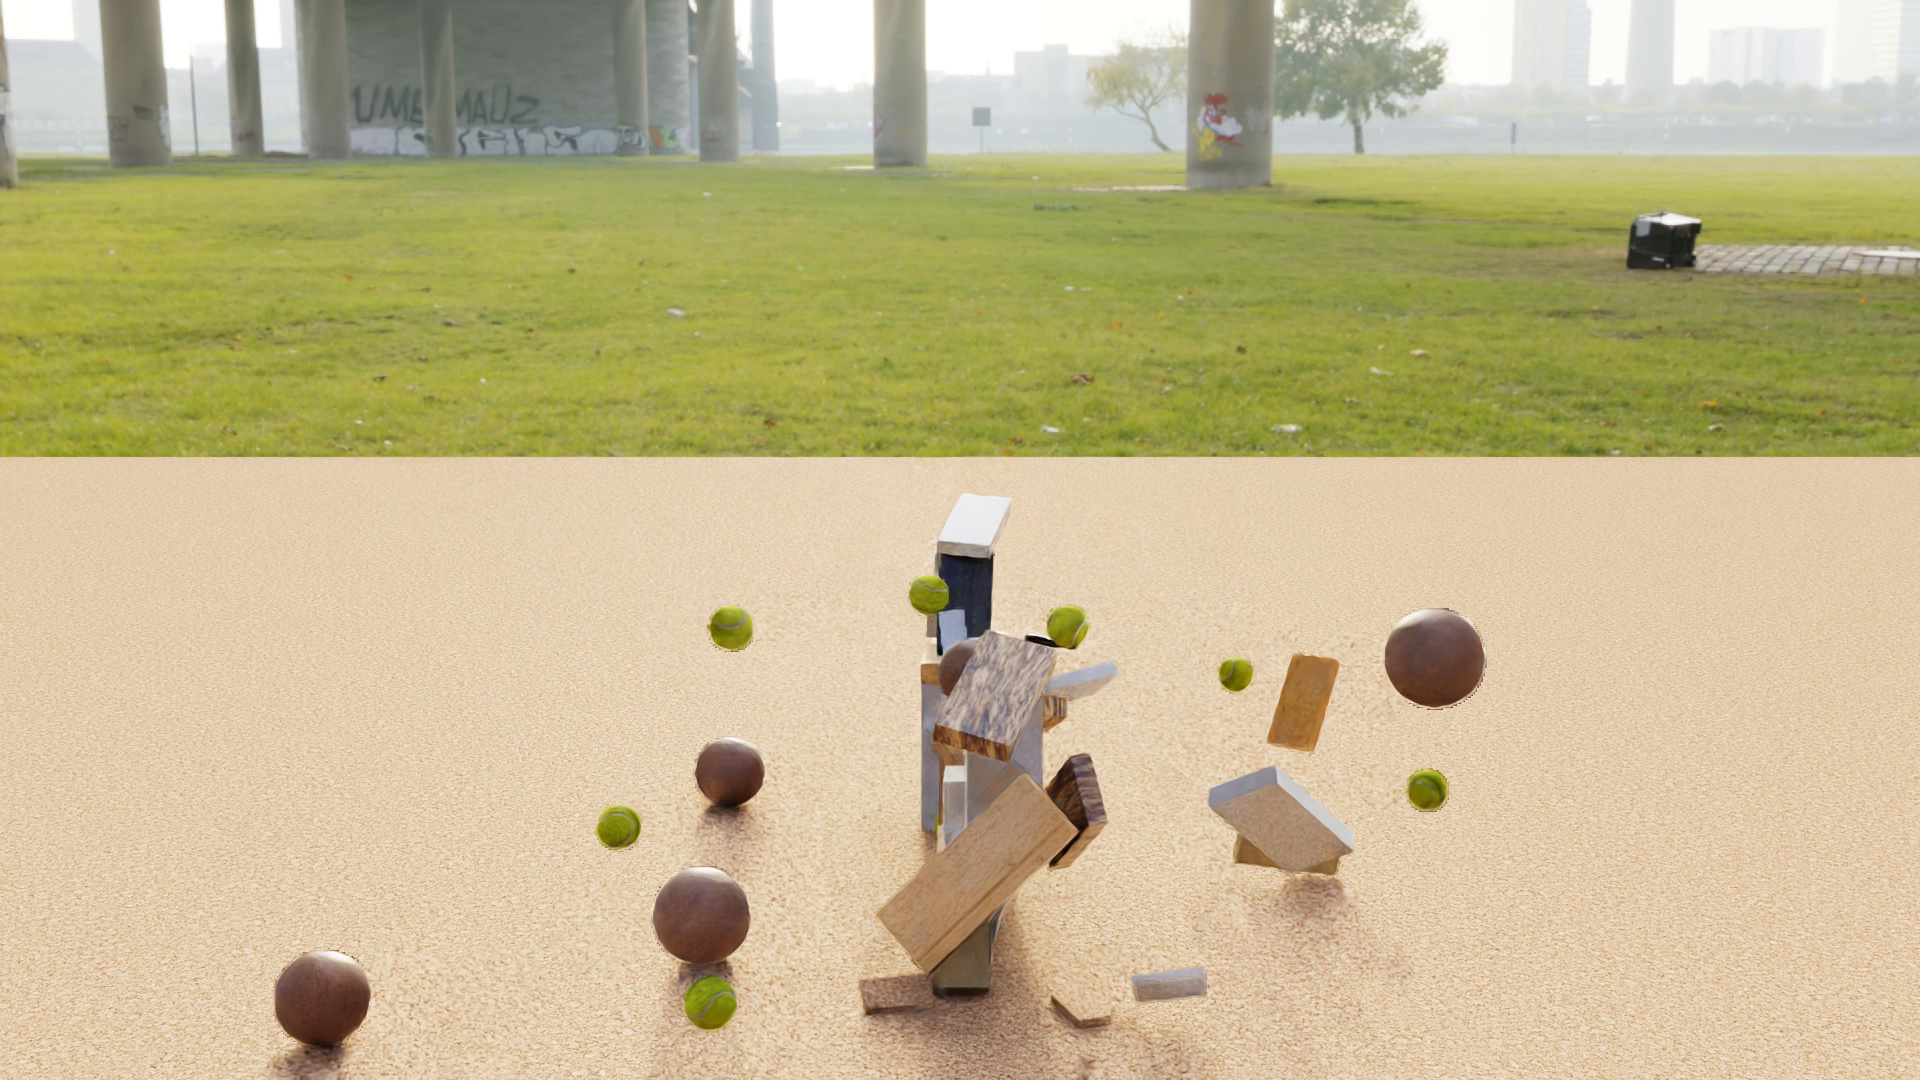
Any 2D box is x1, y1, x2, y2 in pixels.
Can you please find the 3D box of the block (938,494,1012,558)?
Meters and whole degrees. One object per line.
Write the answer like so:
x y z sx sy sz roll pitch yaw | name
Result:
0.029 -0.027 4.101 0.097 0.028 0.194 6 29 12 | block

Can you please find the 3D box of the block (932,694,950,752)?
0.015 0.317 3.838 0.113 0.032 0.225 0 14 3 | block

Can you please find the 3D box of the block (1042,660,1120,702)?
0.186 0.260 3.865 0.177 0.025 0.089 -11 -22 -36 | block

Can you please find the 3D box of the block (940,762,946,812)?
0.020 0.471 3.713 0.107 0.214 0.030 5 5 27 | block

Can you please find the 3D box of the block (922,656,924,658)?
-0.003 0.359 4.167 0.136 0.272 0.039 0 9 0 | block

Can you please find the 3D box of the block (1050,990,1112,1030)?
0.174 0.676 3.167 0.051 0.015 0.103 -4 11 -19 | block

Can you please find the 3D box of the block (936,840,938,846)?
-0.003 0.550 3.509 0.070 0.140 0.020 0 -12 0 | block

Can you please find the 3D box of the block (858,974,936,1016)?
-0.091 0.659 3.190 0.103 0.015 0.051 -3 43 -14 | block

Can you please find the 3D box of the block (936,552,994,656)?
0.010 0.114 4.026 0.097 0.194 0.028 1 -20 4 | block

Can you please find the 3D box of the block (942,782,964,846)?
-0.002 0.426 3.419 0.049 0.097 0.014 -1 7 -7 | block

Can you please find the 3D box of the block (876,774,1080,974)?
0.025 0.487 3.214 0.115 0.302 0.033 47 6 14 | block

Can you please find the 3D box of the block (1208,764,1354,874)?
0.468 0.408 3.195 0.111 0.031 0.222 -25 -46 28 | block

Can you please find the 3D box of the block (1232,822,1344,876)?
0.558 0.513 3.729 0.177 0.089 0.025 9 16 -10 | block

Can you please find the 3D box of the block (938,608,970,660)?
-0.011 0.171 3.976 0.047 0.094 0.013 -7 -30 1 | block

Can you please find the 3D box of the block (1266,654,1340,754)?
0.638 0.302 4.089 0.089 0.177 0.025 7 -19 40 | block

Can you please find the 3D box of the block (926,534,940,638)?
-0.002 0.091 4.101 0.097 0.194 0.028 7 -3 15 | block

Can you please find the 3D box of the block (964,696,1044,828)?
0.065 0.350 3.300 0.115 0.230 0.033 -1 7 -9 | block

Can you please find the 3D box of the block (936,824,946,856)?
-0.001 0.478 3.462 0.070 0.020 0.140 0 9 0 | block

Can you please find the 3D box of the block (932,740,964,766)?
0.030 0.360 3.605 0.107 0.030 0.214 6 11 -13 | block

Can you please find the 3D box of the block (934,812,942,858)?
0.015 0.495 3.550 0.107 0.214 0.030 9 4 0 | block

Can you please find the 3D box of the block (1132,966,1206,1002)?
0.298 0.636 3.144 0.103 0.051 0.015 -7 47 4 | block

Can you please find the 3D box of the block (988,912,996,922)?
0.048 0.493 3.312 0.083 0.023 0.166 24 46 16 | block

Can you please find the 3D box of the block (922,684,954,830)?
-0.001 0.389 4.001 0.136 0.272 0.039 0 5 2 | block

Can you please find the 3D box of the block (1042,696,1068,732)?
0.081 0.292 3.532 0.111 0.031 0.222 6 -20 -17 | block

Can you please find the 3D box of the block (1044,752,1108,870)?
0.169 0.419 3.375 0.031 0.111 0.222 -7 -23 -17 | block

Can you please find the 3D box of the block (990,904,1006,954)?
0.026 0.555 3.360 0.083 0.166 0.023 17 1 10 | block

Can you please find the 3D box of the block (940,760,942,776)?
0.021 0.455 3.808 0.112 0.225 0.032 0 -17 -1 | block

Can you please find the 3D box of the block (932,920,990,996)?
0.003 0.599 3.280 0.083 0.023 0.166 0 51 2 | block

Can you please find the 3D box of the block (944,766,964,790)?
0.000 0.370 3.418 0.049 0.014 0.097 0 9 1 | block

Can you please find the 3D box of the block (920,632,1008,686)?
0.010 0.218 4.071 0.136 0.039 0.272 1 10 6 | block

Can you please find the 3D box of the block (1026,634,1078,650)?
0.163 0.182 3.943 0.047 0.013 0.094 5 2 -34 | block

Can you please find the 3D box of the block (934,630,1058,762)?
0.054 0.228 3.253 0.115 0.033 0.230 15 39 12 | block
